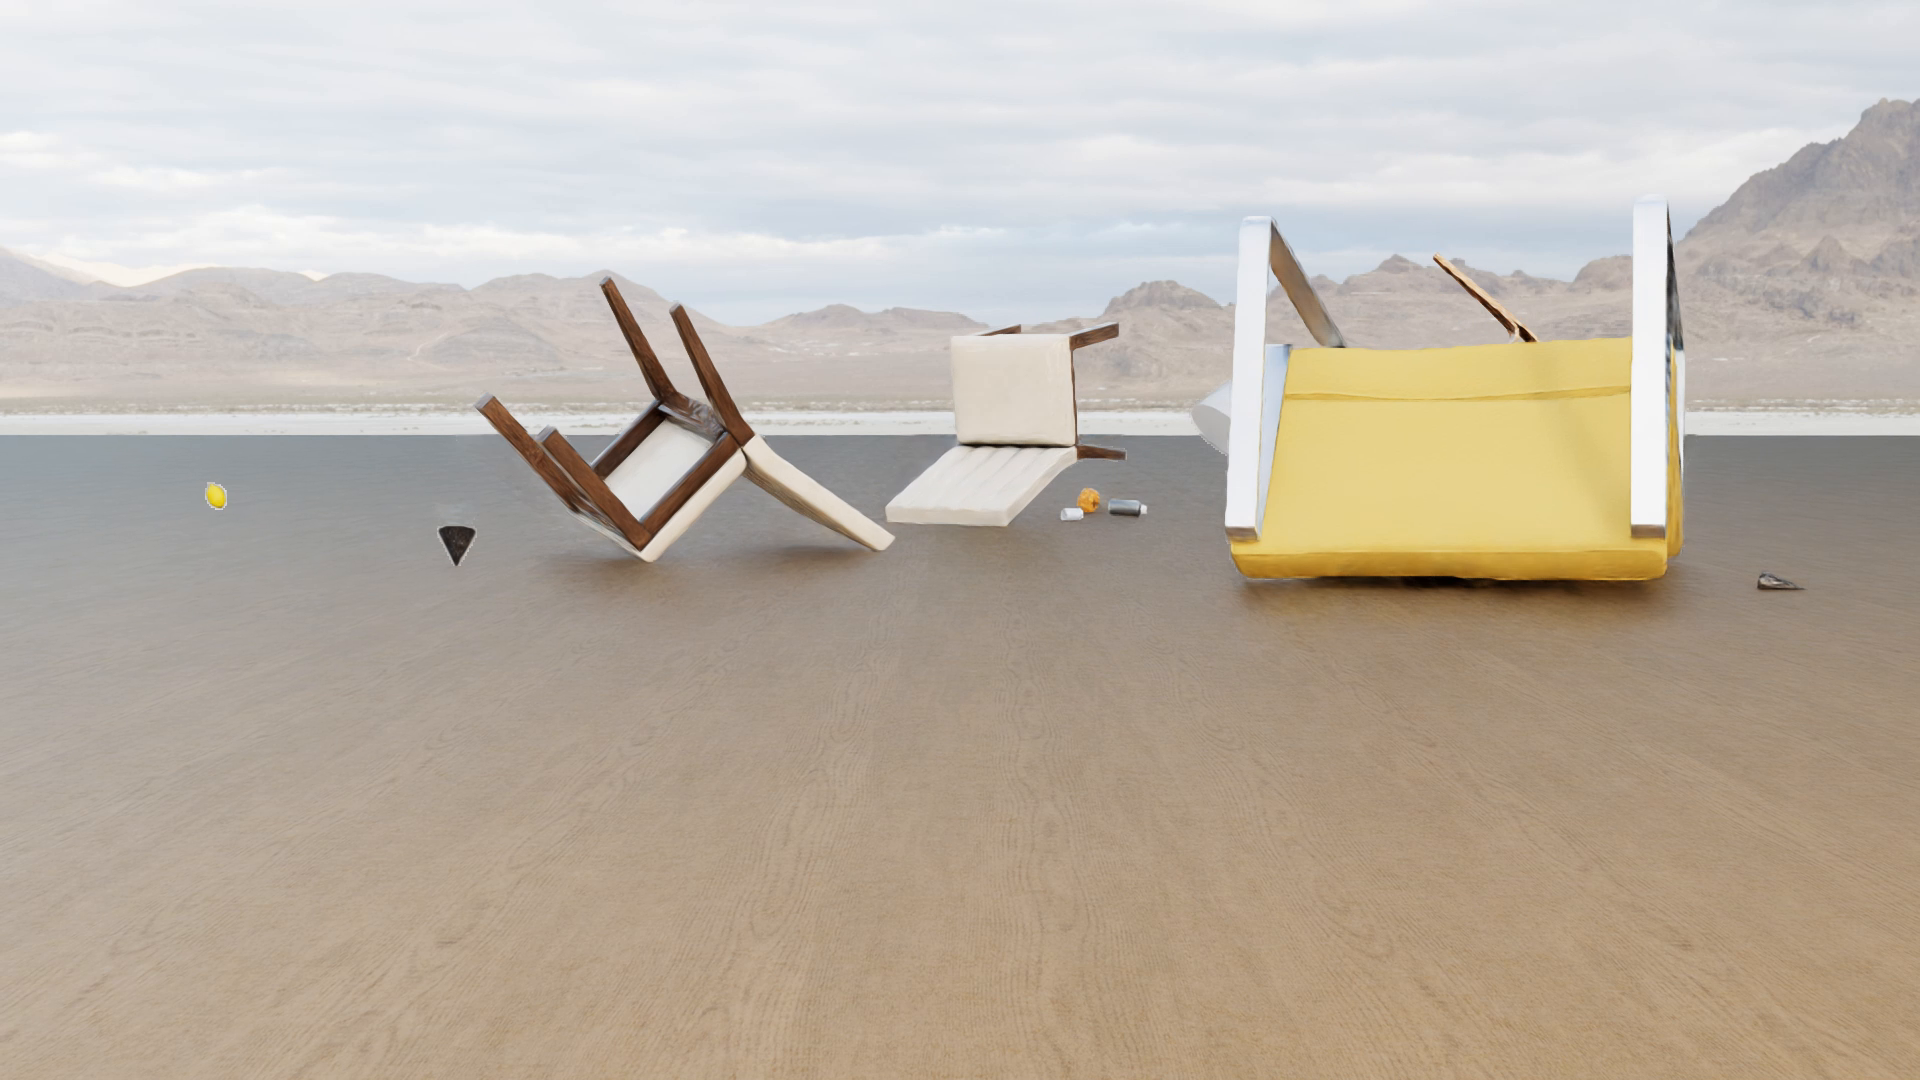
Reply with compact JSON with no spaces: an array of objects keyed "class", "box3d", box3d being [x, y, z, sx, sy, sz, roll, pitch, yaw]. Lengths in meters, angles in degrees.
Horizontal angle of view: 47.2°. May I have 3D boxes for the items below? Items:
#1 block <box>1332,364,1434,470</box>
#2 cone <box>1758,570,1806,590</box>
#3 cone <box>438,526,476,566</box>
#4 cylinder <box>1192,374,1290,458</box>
[{"class":"block","box3d":[1.500,-0.439,7.791,0.283,0.270,0.283,-3,24,22]},{"class":"cone","box3d":[1.856,0.100,4.947,0.101,0.039,0.103,15,13,28]},{"class":"cone","box3d":[-1.271,0.024,5.555,0.094,0.093,0.120,1,-13,-10]},{"class":"cylinder","box3d":[0.963,-0.427,7.525,0.250,0.131,0.279,40,44,14]}]
